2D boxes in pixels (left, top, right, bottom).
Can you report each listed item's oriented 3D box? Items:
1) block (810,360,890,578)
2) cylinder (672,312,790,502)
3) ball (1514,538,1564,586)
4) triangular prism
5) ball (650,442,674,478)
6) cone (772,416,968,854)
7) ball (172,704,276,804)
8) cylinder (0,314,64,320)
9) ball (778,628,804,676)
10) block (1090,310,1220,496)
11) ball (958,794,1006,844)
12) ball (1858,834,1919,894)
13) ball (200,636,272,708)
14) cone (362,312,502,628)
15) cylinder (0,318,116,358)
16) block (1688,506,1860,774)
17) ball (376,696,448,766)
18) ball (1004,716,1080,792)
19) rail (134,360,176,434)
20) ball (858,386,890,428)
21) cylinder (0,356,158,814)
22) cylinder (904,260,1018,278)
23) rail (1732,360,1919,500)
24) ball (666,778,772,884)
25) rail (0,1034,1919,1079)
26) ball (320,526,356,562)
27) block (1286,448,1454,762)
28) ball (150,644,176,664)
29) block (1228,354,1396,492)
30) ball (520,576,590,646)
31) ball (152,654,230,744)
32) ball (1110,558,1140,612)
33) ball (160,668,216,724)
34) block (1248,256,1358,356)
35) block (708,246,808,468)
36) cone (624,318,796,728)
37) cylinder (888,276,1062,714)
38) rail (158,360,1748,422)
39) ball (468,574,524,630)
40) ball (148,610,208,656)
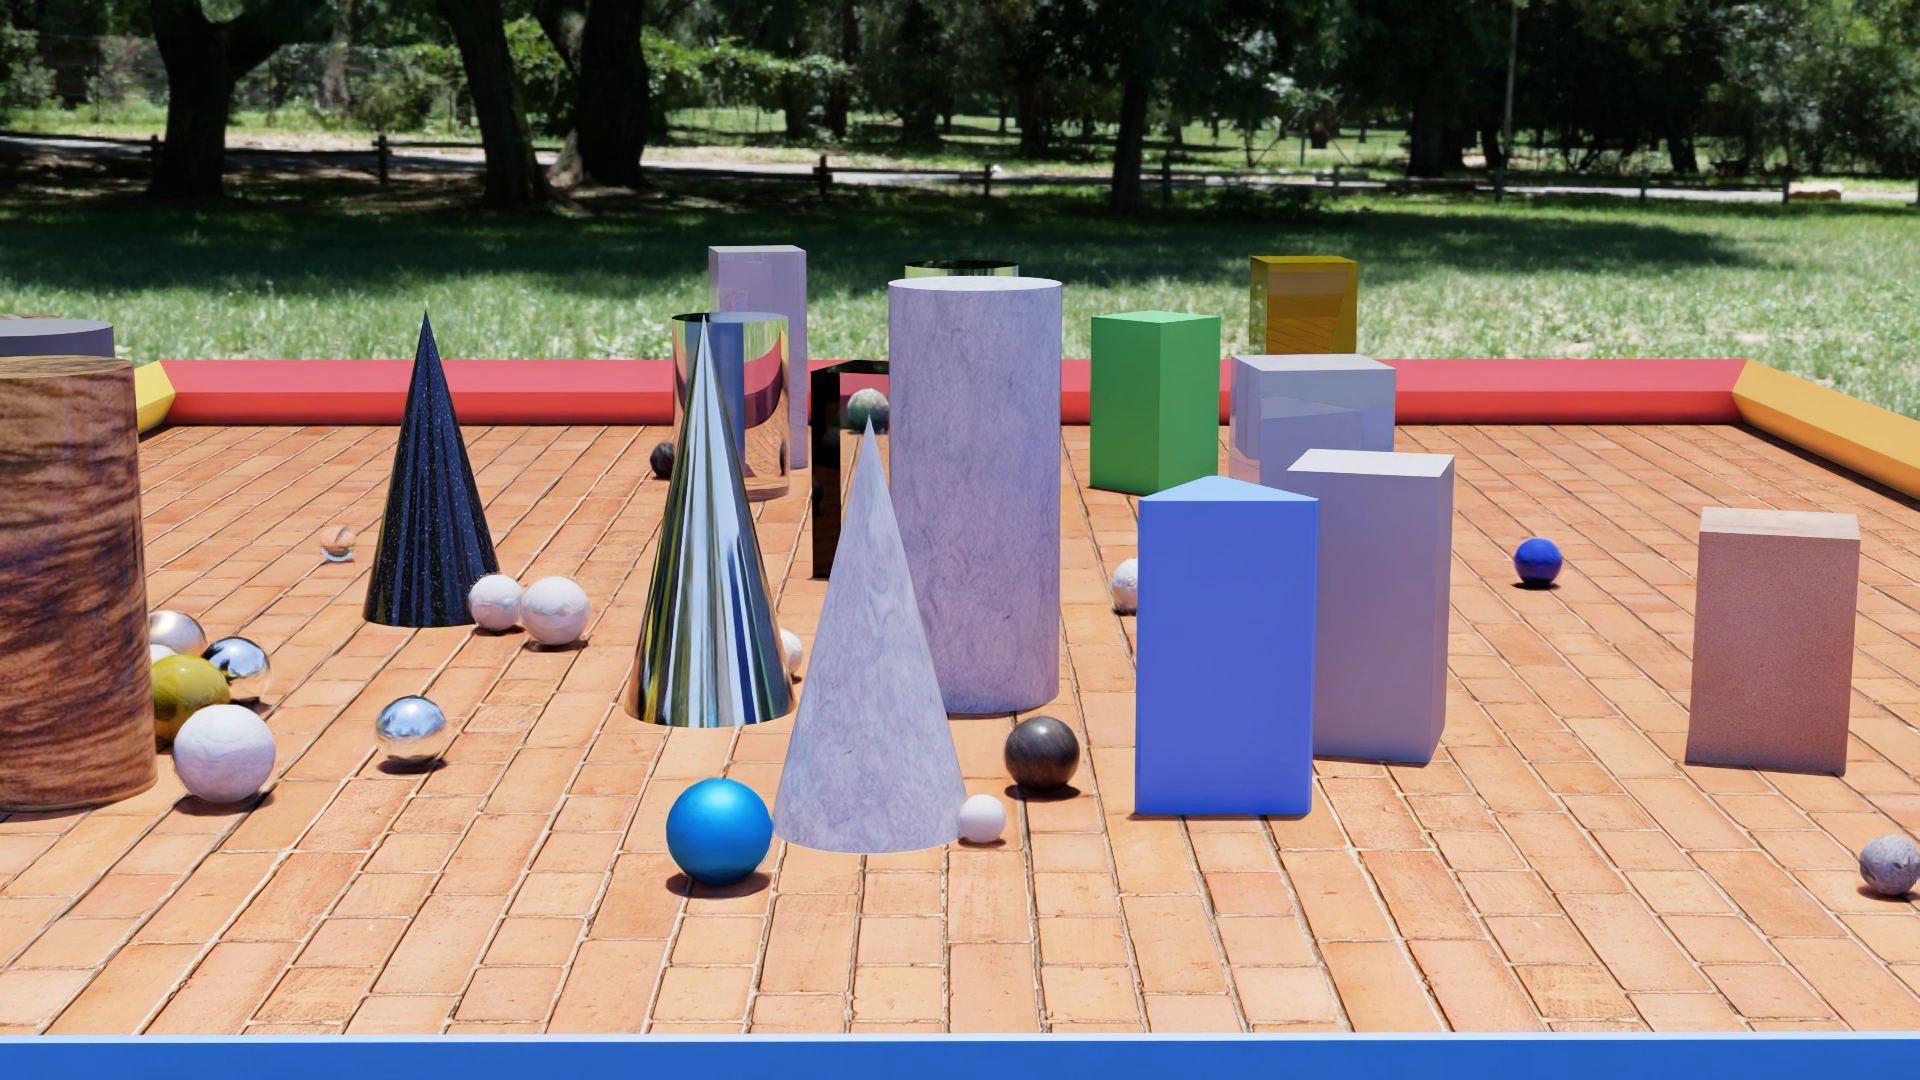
[{"bbox_3d":[-0.109,-0.101,3.718,0.159,0.298,0.159,4,11,21],"label":"block"},{"bbox_3d":[-0.393,-0.231,4.406,0.199,0.303,0.199,0,10,0],"label":"cylinder"},{"bbox_3d":[0.819,0.031,3.633,0.068,0.068,0.068,0,10,0],"label":"ball"},{"bbox_3d":[0.260,0.102,2.576,0.172,0.313,0.149,0,10,0],"label":"triangular prism"},{"bbox_3d":[-0.523,-0.143,4.591,0.063,0.063,0.063,0,10,0],"label":"ball"},{"bbox_3d":[-0.086,0.078,2.461,0.199,0.402,0.199,0,10,0],"label":"cone"},{"bbox_3d":[-0.735,0.213,2.564,0.099,0.099,0.099,0,10,0],"label":"ball"},{"bbox_3d":[-1.321,-0.109,3.520,0.199,0.385,0.199,0,10,0],"label":"cylinder"},{"bbox_3d":[-0.219,0.137,3.077,0.063,0.063,0.063,0,10,0],"label":"ball"},{"bbox_3d":[0.340,-0.241,4.474,0.159,0.298,0.159,-10,15,-44],"label":"block"},{"bbox_3d":[0.021,0.264,2.434,0.046,0.046,0.046,0,10,0],"label":"ball"},{"bbox_3d":[0.828,0.289,2.283,0.053,0.053,0.053,0,10,0],"label":"ball"},{"bbox_3d":[-0.831,0.152,2.936,0.084,0.084,0.084,0,10,0],"label":"ball"},{"bbox_3d":[-0.706,-0.104,3.427,0.199,0.410,0.199,0,10,0],"label":"cone"},{"bbox_3d":[-1.065,-0.028,2.950,0.199,0.433,0.199,0,10,0],"label":"cylinder"},{"bbox_3d":[0.871,0.103,2.751,0.159,0.248,0.159,3,11,17],"label":"block"},{"bbox_3d":[-0.577,0.201,2.698,0.075,0.075,0.075,0,10,0],"label":"ball"},{"bbox_3d":[0.084,0.217,2.602,0.077,0.077,0.077,0,10,0],"label":"ball"},{"bbox_3d":[-1.612,0.035,3.440,0.045,0.129,3.738,0,10,0],"label":"rail"},{"bbox_3d":[-0.165,-0.269,5.205,0.088,0.088,0.088,0,10,0],"label":"ball"},{"bbox_3d":[-0.925,0.040,2.587,0.199,0.432,0.199,0,10,0],"label":"cylinder"},{"bbox_3d":[0.003,-0.290,4.498,0.199,0.385,0.199,0,10,0],"label":"cylinder"},{"bbox_3d":[1.612,0.032,3.458,0.045,0.129,3.738,0,10,0],"label":"rail"},{"bbox_3d":[-0.217,0.262,2.310,0.095,0.095,0.095,0,10,0],"label":"ball"},{"bbox_3d":[0.011,0.369,1.634,3.271,0.129,0.045,0,10,0],"label":"rail"},{"bbox_3d":[-0.925,0.006,3.816,0.052,0.052,0.052,0,10,0],"label":"ball"},{"bbox_3d":[0.443,0.067,2.783,0.159,0.306,0.159,3,11,16],"label":"block"},{"bbox_3d":[-0.927,0.156,2.945,0.073,0.073,0.073,0,10,0],"label":"ball"},{"bbox_3d":[0.417,-0.024,3.076,0.159,0.380,0.159,-1,11,-7],"label":"block"},{"bbox_3d":[-0.514,0.090,3.259,0.088,0.088,0.088,0,10,0],"label":"ball"},{"bbox_3d":[-0.844,0.172,2.787,0.098,0.098,0.098,0,10,0],"label":"ball"},{"bbox_3d":[0.239,0.061,3.460,0.073,0.073,0.073,0,10,0],"label":"ball"},{"bbox_3d":[-0.865,0.175,2.874,0.062,0.062,0.062,0,10,0],"label":"ball"},{"bbox_3d":[0.608,-0.306,4.573,0.159,0.389,0.159,-1,11,-5],"label":"block"},{"bbox_3d":[-0.373,-0.339,4.736,0.159,0.395,0.159,-2,11,-12],"label":"block"},{"bbox_3d":[-0.287,-0.031,2.914,0.199,0.452,0.199,0,10,0],"label":"cone"},{"bbox_3d":[0.017,-0.057,2.977,0.199,0.481,0.199,0,10,0],"label":"cylinder"},{"bbox_3d":[-0.011,-0.302,5.263,3.271,0.129,0.045,0,10,0],"label":"rail"},{"bbox_3d":[-0.605,0.081,3.347,0.074,0.074,0.074,0,10,0],"label":"ball"},{"bbox_3d":[-0.943,0.127,3.055,0.089,0.089,0.089,0,10,0],"label":"ball"}]
